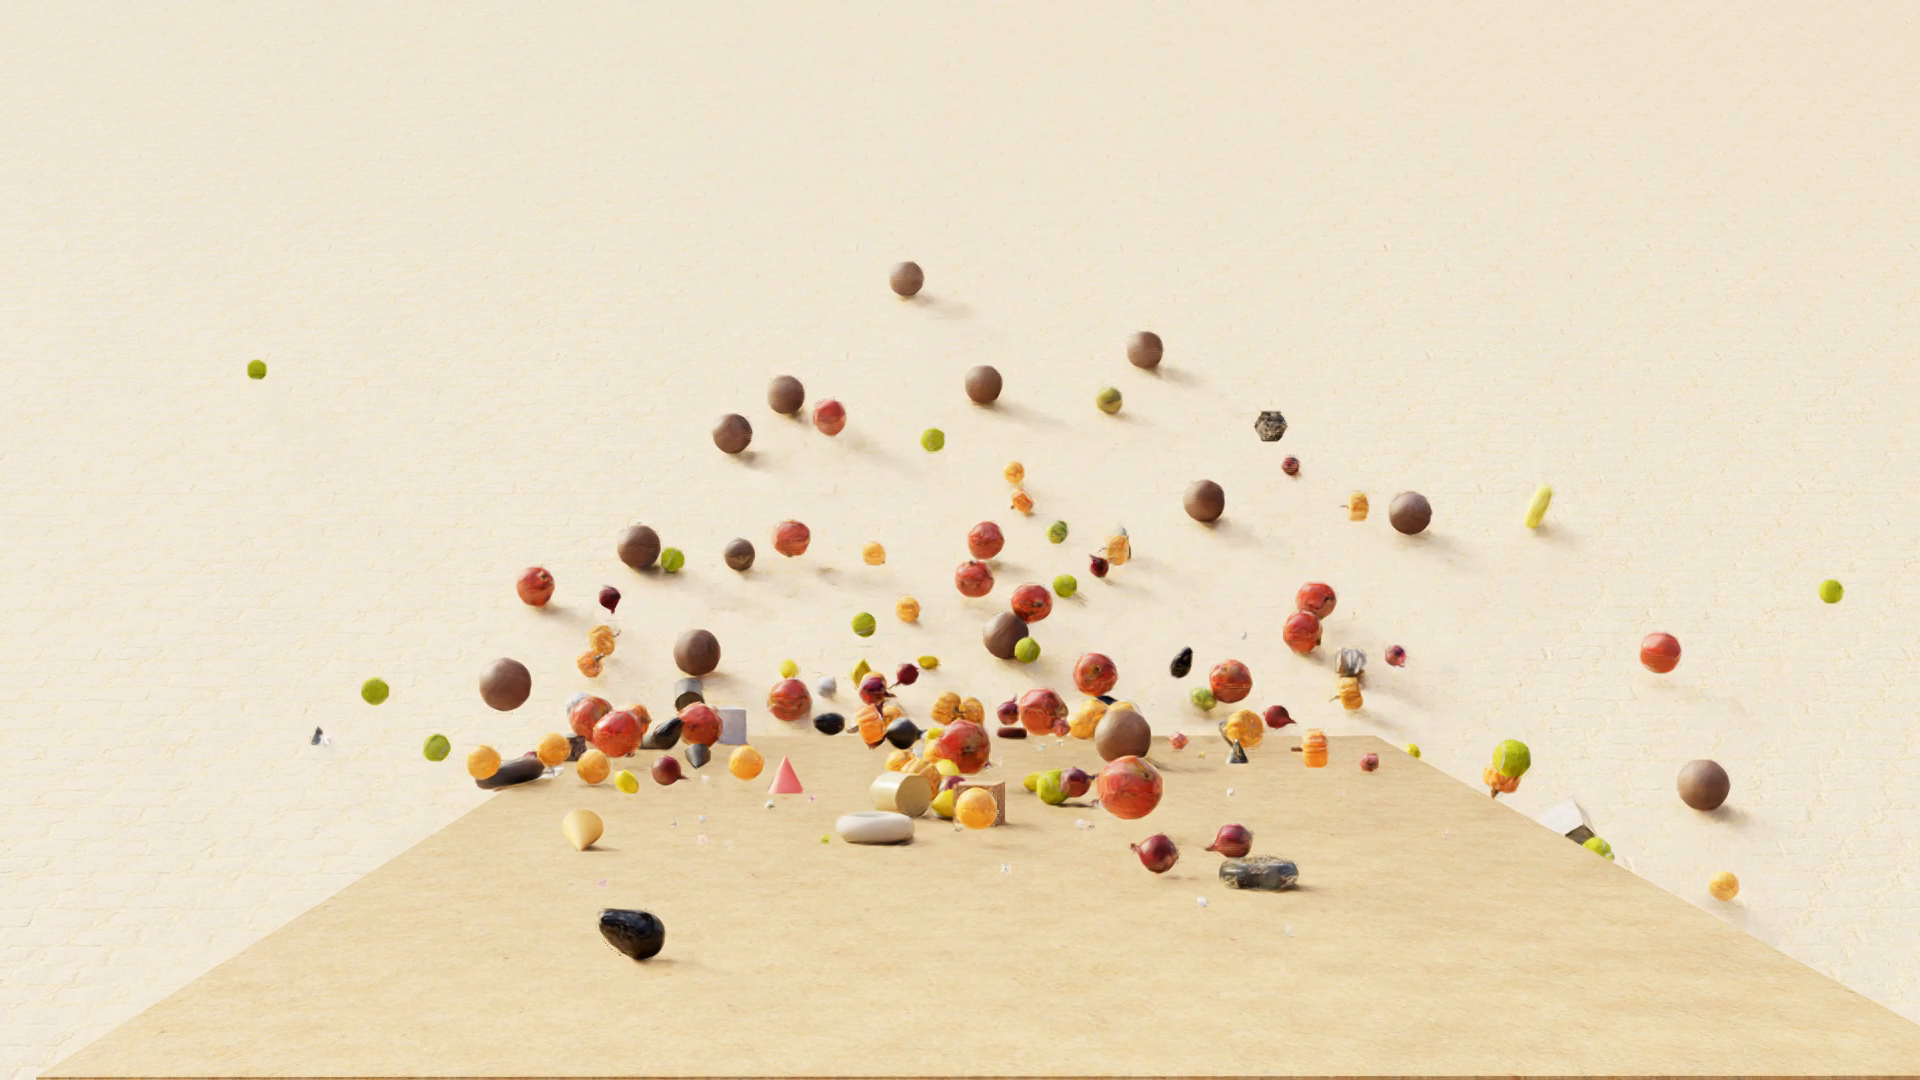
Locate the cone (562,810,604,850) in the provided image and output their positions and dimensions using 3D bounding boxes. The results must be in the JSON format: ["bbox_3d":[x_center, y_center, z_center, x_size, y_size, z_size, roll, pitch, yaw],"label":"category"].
[{"bbox_3d":[-0.643,0.508,4.391,0.072,0.072,0.072,-2,27,-3],"label":"cone"}]

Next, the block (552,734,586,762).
[{"bbox_3d":[-0.901,0.480,5.951,0.058,0.058,0.058,0,1,-36],"label":"block"}]

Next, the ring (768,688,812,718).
[{"bbox_3d":[-0.454,0.433,6.885,0.122,0.041,0.122,-1,28,0],"label":"ring"}]

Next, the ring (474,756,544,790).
[{"bbox_3d":[-0.953,0.492,5.463,0.148,0.049,0.148,-12,-1,0],"label":"ring"}]

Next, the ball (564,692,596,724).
[{"bbox_3d":[-1.003,0.443,6.822,0.082,0.082,0.082,0,28,0],"label":"ball"}]

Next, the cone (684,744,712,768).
[{"bbox_3d":[-0.589,0.496,5.790,0.061,0.061,0.061,-2,19,-3],"label":"cone"}]

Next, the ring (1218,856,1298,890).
[{"bbox_3d":[0.456,0.509,3.945,0.122,0.041,0.122,-1,1,0],"label":"ring"}]

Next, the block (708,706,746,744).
[{"bbox_3d":[-0.577,0.461,6.417,0.086,0.086,0.086,0,1,-11],"label":"block"}]

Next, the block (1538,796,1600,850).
[{"bbox_3d":[1.474,0.698,6.247,0.092,0.092,0.092,-33,38,17],"label":"block"}]

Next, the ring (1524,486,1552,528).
[{"bbox_3d":[1.737,-0.099,7.767,0.046,0.138,0.138,24,35,17],"label":"ring"}]

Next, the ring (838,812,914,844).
[{"bbox_3d":[-0.146,0.501,4.498,0.136,0.045,0.136,1,1,0],"label":"ring"}]

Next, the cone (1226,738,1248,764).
[{"bbox_3d":[0.632,0.480,5.902,0.056,0.056,0.056,0,1,0],"label":"cone"}]

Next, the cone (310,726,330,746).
[{"bbox_3d":[-1.673,0.503,6.743,0.050,0.050,0.050,0,28,0],"label":"cone"}]

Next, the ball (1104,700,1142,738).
[{"bbox_3d":[0.415,0.453,6.554,0.097,0.097,0.097,0,28,0],"label":"ball"}]

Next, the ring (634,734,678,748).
[{"bbox_3d":[-0.737,0.488,6.263,0.106,0.035,0.106,-1,-3,0],"label":"ring"}]

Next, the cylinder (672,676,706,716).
[{"bbox_3d":[-0.719,0.417,6.876,0.077,0.077,0.077,-8,46,-15],"label":"cylinder"}]

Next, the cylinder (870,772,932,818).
[{"bbox_3d":[-0.111,0.478,4.857,0.082,0.082,0.082,-21,13,-34],"label":"cylinder"}]

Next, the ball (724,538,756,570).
[{"bbox_3d":[-0.644,0.042,7.552,0.096,0.096,0.096,0,28,0],"label":"ball"}]

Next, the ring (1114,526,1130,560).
[{"bbox_3d":[0.479,0.010,7.606,0.034,0.101,0.101,-12,29,0],"label":"ring"}]

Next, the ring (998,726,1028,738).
[{"bbox_3d":[0.132,0.489,6.561,0.077,0.026,0.077,3,-2,0],"label":"ring"}]

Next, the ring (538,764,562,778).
[{"bbox_3d":[-0.900,0.499,5.594,0.078,0.026,0.078,-1,1,0],"label":"ring"}]

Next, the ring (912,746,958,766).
[{"bbox_3d":[-0.057,0.491,5.878,0.109,0.036,0.109,-1,0,0],"label":"ring"}]

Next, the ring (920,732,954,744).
[{"bbox_3d":[-0.057,0.490,6.417,0.082,0.027,0.082,1,-1,0],"label":"ring"}]

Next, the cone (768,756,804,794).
[{"bbox_3d":[-0.357,0.477,5.288,0.077,0.077,0.077,0,1,0],"label":"cone"}]

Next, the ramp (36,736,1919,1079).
[{"bbox_3d":[0.064,0.572,4.614,2.000,0.100,4.000,0,1,0],"label":"ramp"}]

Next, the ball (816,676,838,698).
[{"bbox_3d":[-0.359,0.395,6.934,0.059,0.059,0.059,0,28,0],"label":"ball"}]

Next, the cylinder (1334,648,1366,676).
[{"bbox_3d":[1.061,0.331,7.026,0.070,0.070,0.070,8,28,-5],"label":"cylinder"}]

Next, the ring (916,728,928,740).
[{"bbox_3d":[-0.116,0.490,6.517,0.077,0.026,0.077,1,0,0],"label":"ring"}]

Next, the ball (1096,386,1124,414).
[{"bbox_3d":[0.491,-0.461,8.492,0.091,0.091,0.091,0,28,0],"label":"ball"}]

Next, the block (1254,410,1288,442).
[{"bbox_3d":[0.982,-0.360,8.168,0.068,0.068,0.068,-3,49,-30],"label":"block"}]

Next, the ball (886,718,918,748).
[{"bbox_3d":[-0.140,0.467,6.247,0.076,0.076,0.076,0,28,0],"label":"ball"}]

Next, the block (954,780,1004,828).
[{"bbox_3d":[0.036,0.483,4.730,0.076,0.076,0.076,0,1,16],"label":"block"}]
